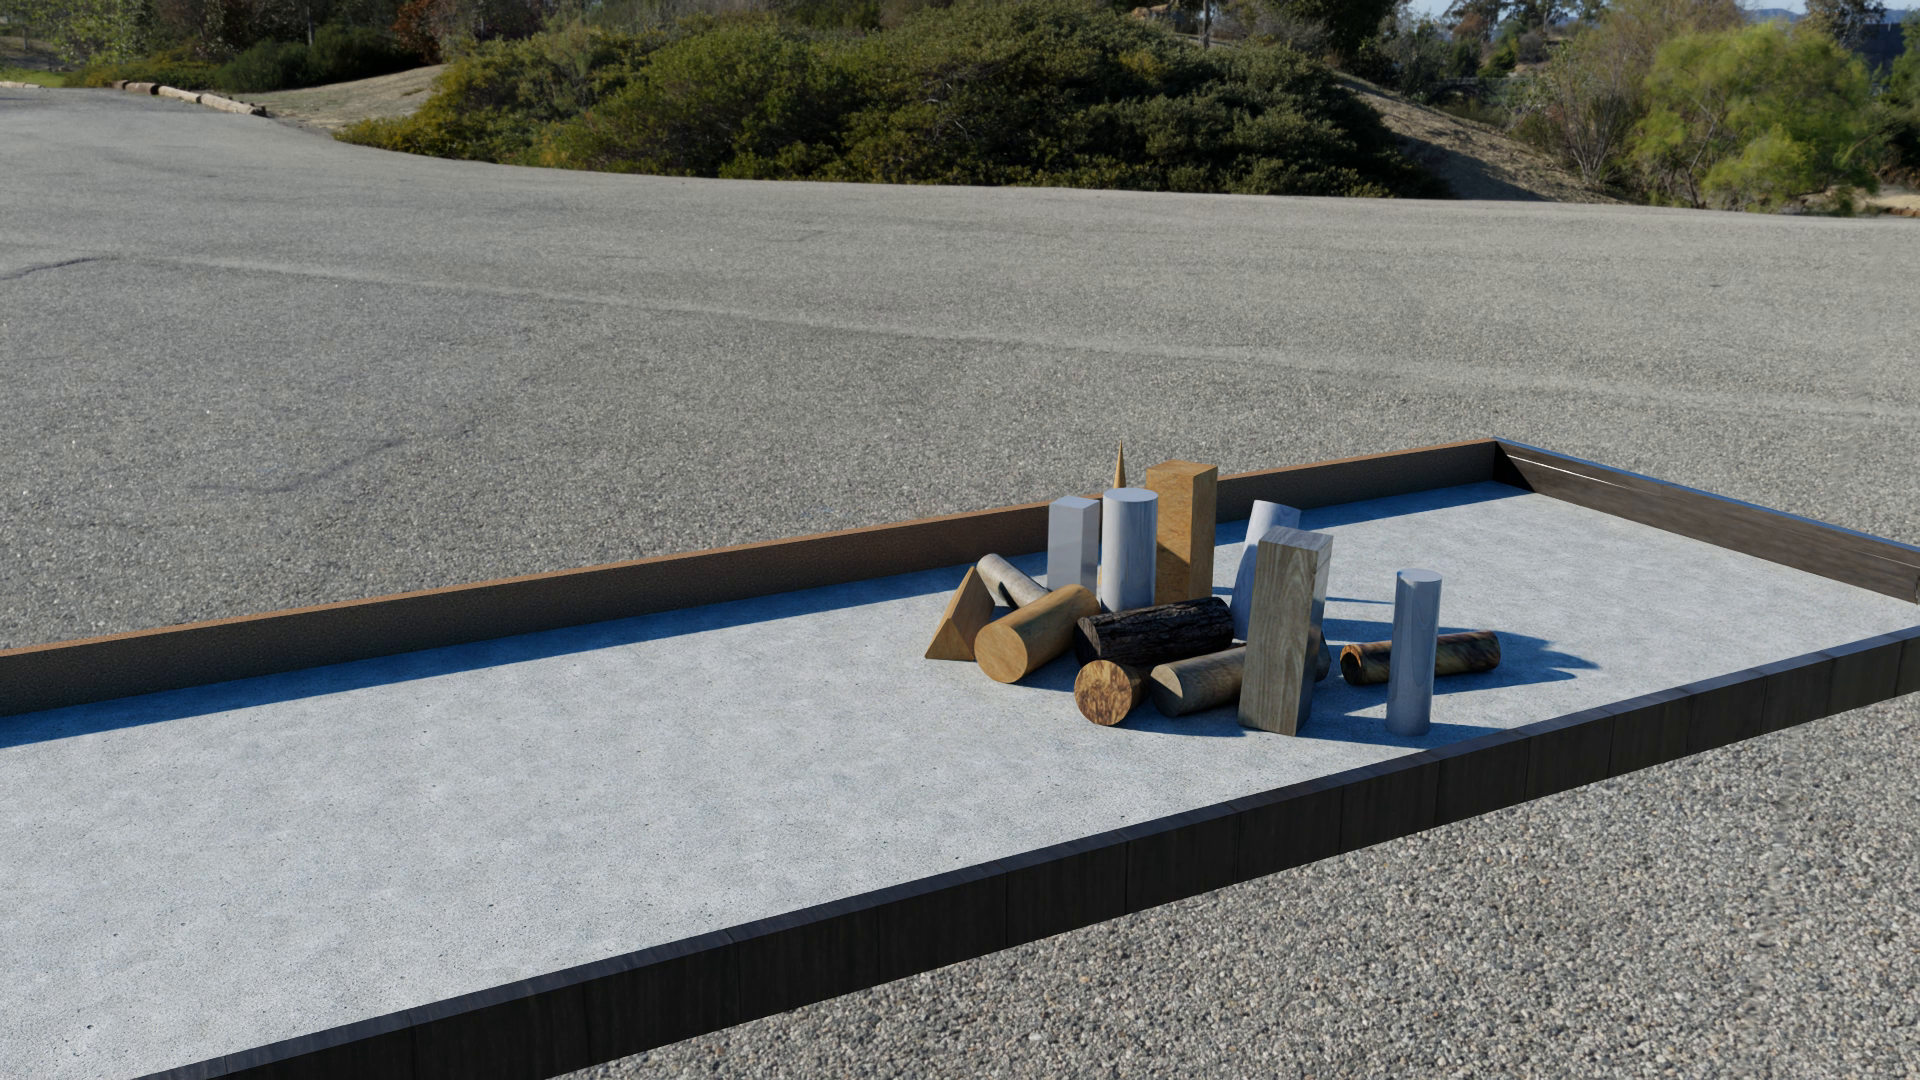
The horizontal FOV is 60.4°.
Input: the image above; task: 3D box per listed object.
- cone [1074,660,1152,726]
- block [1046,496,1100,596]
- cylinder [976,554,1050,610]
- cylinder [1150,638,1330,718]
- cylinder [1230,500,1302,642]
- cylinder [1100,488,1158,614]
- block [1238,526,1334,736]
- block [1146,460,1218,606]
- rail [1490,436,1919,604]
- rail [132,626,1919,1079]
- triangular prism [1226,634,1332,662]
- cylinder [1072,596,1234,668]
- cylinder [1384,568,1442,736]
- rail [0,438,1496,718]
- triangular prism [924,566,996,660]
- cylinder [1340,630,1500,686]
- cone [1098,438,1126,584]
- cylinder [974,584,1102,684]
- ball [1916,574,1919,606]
[{"bbox_3d":[0.442,0.351,4.028,0.154,0.154,0.385,11,8,33],"label":"cone"},{"bbox_3d":[0.316,0.049,4.612,0.104,0.323,0.104,11,19,29],"label":"block"},{"bbox_3d":[0.169,0.146,4.681,0.100,0.100,0.434,-6,17,-19],"label":"cylinder"},{"bbox_3d":[0.685,0.326,4.020,0.459,0.128,0.128,-9,19,-29],"label":"cylinder"},{"bbox_3d":[0.799,0.089,4.362,0.125,0.369,0.125,13,-1,0],"label":"cylinder"},{"bbox_3d":[0.445,0.079,4.359,0.144,0.411,0.144,0,16,0],"label":"cylinder"},{"bbox_3d":[0.754,0.210,3.825,0.138,0.452,0.138,11,20,24],"label":"block"},{"bbox_3d":[0.607,0.009,4.558,0.142,0.431,0.142,11,20,34],"label":"block"},{"bbox_3d":[2.466,-0.048,5.253,0.050,0.150,2.100,-9,18,-27],"label":"rail"},{"bbox_3d":[-2.336,1.006,1.665,12.000,0.150,0.050,-9,18,-27],"label":"rail"},{"bbox_3d":[0.803,0.288,4.222,0.316,0.083,0.095,-10,19,-31],"label":"triangular prism"},{"bbox_3d":[0.502,0.244,4.269,0.397,0.144,0.144,-7,18,-24],"label":"cylinder"},{"bbox_3d":[1.046,0.260,3.805,0.101,0.376,0.101,0,16,0],"label":"cylinder"},{"bbox_3d":[-3.305,0.497,3.399,12.000,0.150,0.050,-9,18,-27],"label":"rail"},{"bbox_3d":[0.004,0.191,4.494,0.129,0.112,0.458,2,17,8],"label":"triangular prism"},{"bbox_3d":[1.164,0.296,4.167,0.396,0.102,0.102,-5,17,-16],"label":"cylinder"},{"bbox_3d":[0.468,-0.085,4.852,0.113,0.447,0.113,0,16,0],"label":"cone"},{"bbox_3d":[0.206,0.238,4.266,0.157,0.157,0.378,11,19,32],"label":"cylinder"},{"bbox_3d":[2.727,0.137,4.472,0.235,0.235,0.235,0,16,0],"label":"ball"}]
